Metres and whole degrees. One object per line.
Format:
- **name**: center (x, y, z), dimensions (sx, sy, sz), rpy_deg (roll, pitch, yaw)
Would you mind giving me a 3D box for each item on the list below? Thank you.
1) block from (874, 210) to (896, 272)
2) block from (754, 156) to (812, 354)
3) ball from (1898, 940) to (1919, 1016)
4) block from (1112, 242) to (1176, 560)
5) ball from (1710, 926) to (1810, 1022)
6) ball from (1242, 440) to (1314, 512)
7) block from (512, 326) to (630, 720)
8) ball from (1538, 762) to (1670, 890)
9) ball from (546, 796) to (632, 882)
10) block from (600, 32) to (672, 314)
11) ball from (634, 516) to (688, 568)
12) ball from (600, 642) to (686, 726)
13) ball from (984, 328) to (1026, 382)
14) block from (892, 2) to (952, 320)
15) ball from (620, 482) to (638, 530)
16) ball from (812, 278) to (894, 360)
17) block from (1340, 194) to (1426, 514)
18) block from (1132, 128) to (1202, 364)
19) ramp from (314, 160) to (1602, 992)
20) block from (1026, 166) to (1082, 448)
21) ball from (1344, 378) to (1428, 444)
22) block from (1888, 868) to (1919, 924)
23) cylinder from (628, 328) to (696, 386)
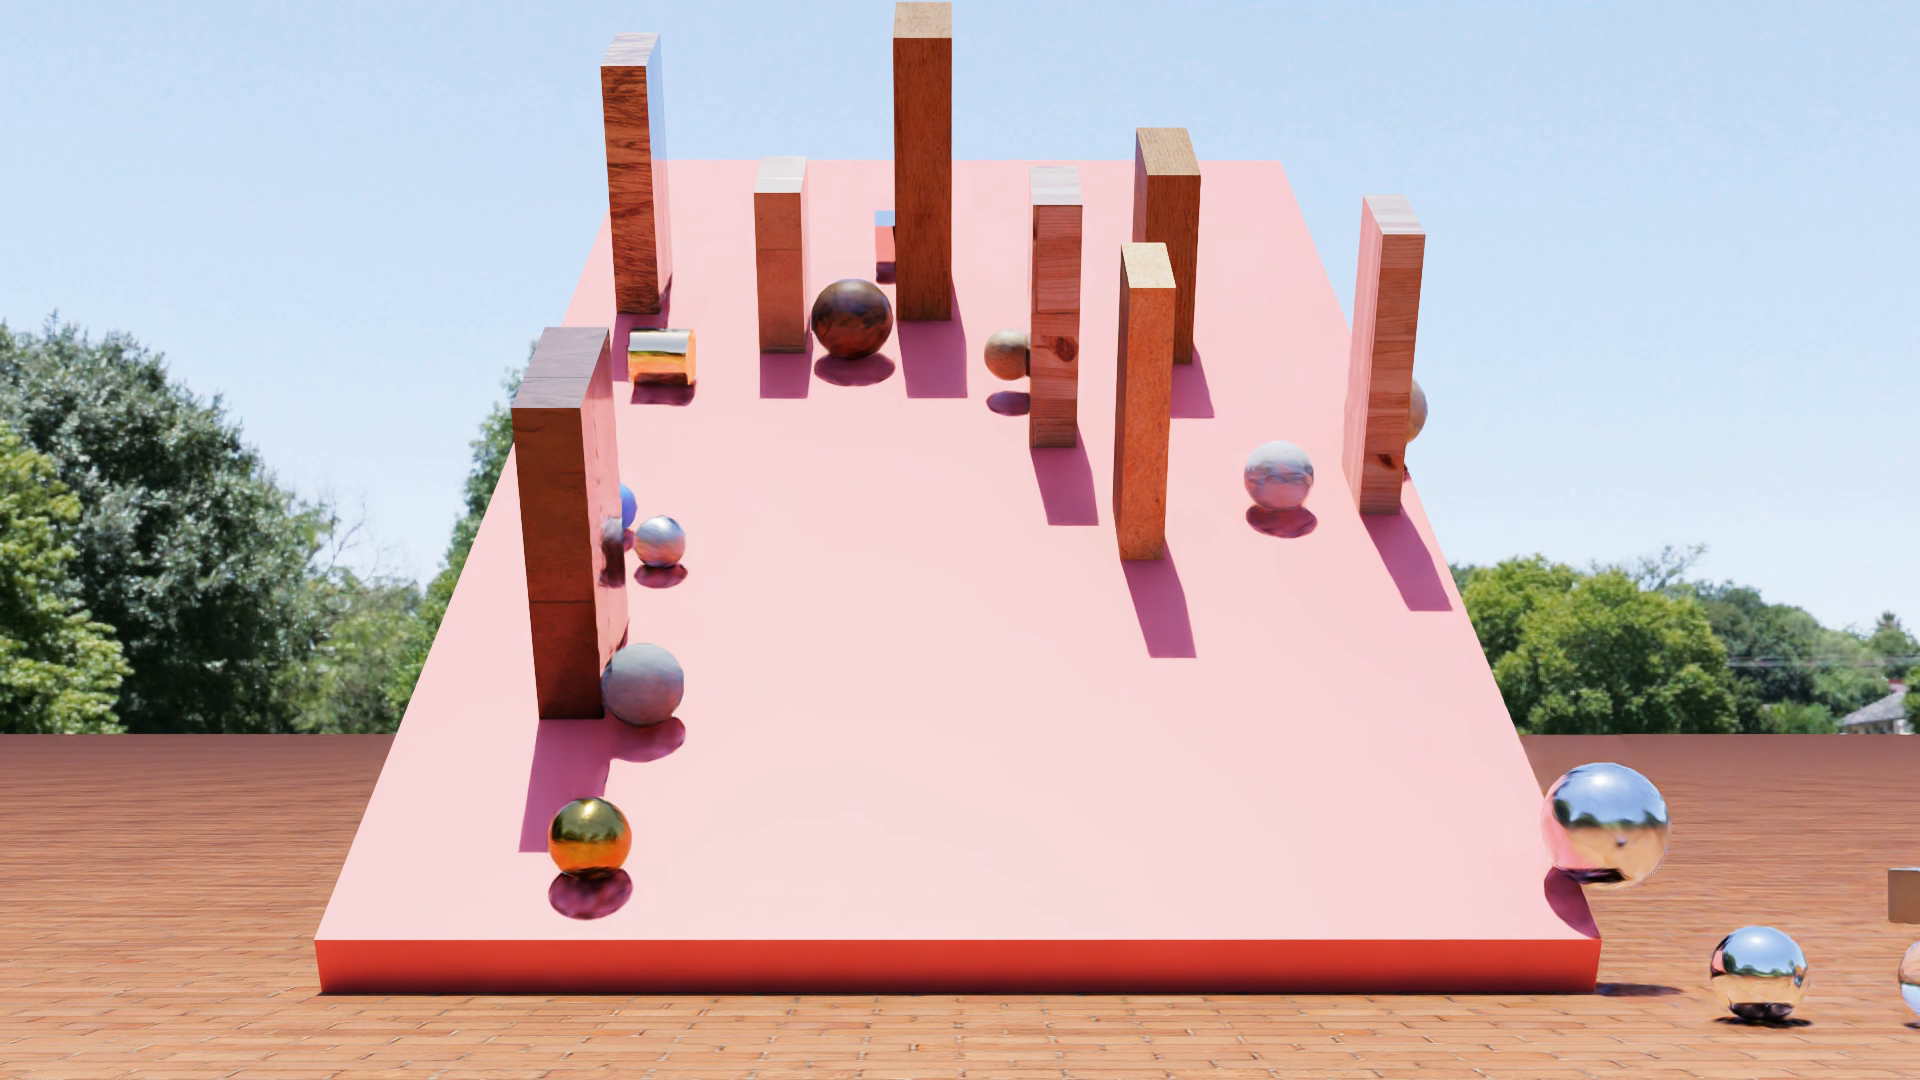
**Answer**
- **block**: center (-0.164, -0.807, 6.384), dimensions (0.130, 0.130, 0.130), rpy_deg (-1, 26, -2)
- **block**: center (-0.439, -0.711, 5.873), dimensions (0.113, 0.413, 0.290), rpy_deg (0, 27, 0)
- **ball**: center (1.372, 0.612, 3.286), dimensions (0.127, 0.127, 0.127), rpy_deg (0, -5, 0)
- **block**: center (0.372, -0.282, 4.819), dimensions (0.089, 0.590, 0.260), rpy_deg (0, 27, 0)
- **ball**: center (1.130, 0.613, 3.343), dimensions (0.134, 0.134, 0.134), rpy_deg (0, -5, 0)
- **ball**: center (0.677, -0.135, 5.019), dimensions (0.152, 0.152, 0.152), rpy_deg (0, -5, 0)
- **block**: center (-0.700, -0.033, 4.291), dimensions (0.117, 0.611, 0.374), rpy_deg (0, 27, 0)
- **ball**: center (1.031, 0.458, 3.785), dimensions (0.204, 0.204, 0.204), rpy_deg (0, -5, 0)
- **ball**: center (-0.595, 0.480, 3.796), dimensions (0.135, 0.135, 0.135), rpy_deg (0, -5, 0)
- **block**: center (-0.826, -0.942, 6.073), dimensions (0.111, 0.647, 0.320), rpy_deg (0, 27, 0)
- **ball**: center (-0.606, 0.004, 4.781), dimensions (0.108, 0.108, 0.108), rpy_deg (0, -5, 0)
- **ball**: center (-0.567, 0.258, 4.224), dimensions (0.150, 0.150, 0.150), rpy_deg (0, -5, 0)
- **ball**: center (0.117, -0.436, 5.574), dimensions (0.124, 0.124, 0.124), rpy_deg (0, -5, 0)
- **block**: center (-0.093, -0.967, 6.033), dimensions (0.142, 0.730, 0.357), rpy_deg (0, 27, 0)
- **ball**: center (-0.729, -0.067, 4.916), dimensions (0.115, 0.115, 0.115), rpy_deg (0, -5, 0)
- **ball**: center (-0.263, -0.540, 5.769), dimensions (0.200, 0.200, 0.200), rpy_deg (0, -5, 0)
- **block**: center (0.891, -0.390, 5.000), dimensions (0.087, 0.626, 0.253), rpy_deg (0, 27, 0)
- **block**: center (0.504, -0.731, 5.844), dimensions (0.126, 0.480, 0.386), rpy_deg (0, 27, 0)
- **ramp**: center (-0.010, -0.228, 5.482), dimensions (2.000, 0.100, 4.000), rpy_deg (0, 27, 0)
- **block**: center (0.209, -0.524, 5.324), dimensions (0.107, 0.573, 0.270), rpy_deg (0, 27, 0)
- **ball**: center (0.952, -0.293, 5.291), dimensions (0.185, 0.185, 0.185), rpy_deg (0, -5, 0)
- **block**: center (2.060, 0.758, 5.034), dimensions (0.112, 0.112, 0.112), rpy_deg (3, -6, -37)
- **cylinder**: center (-0.708, -0.436, 5.629), dimensions (0.138, 0.138, 0.138), rpy_deg (2, -4, 3)
